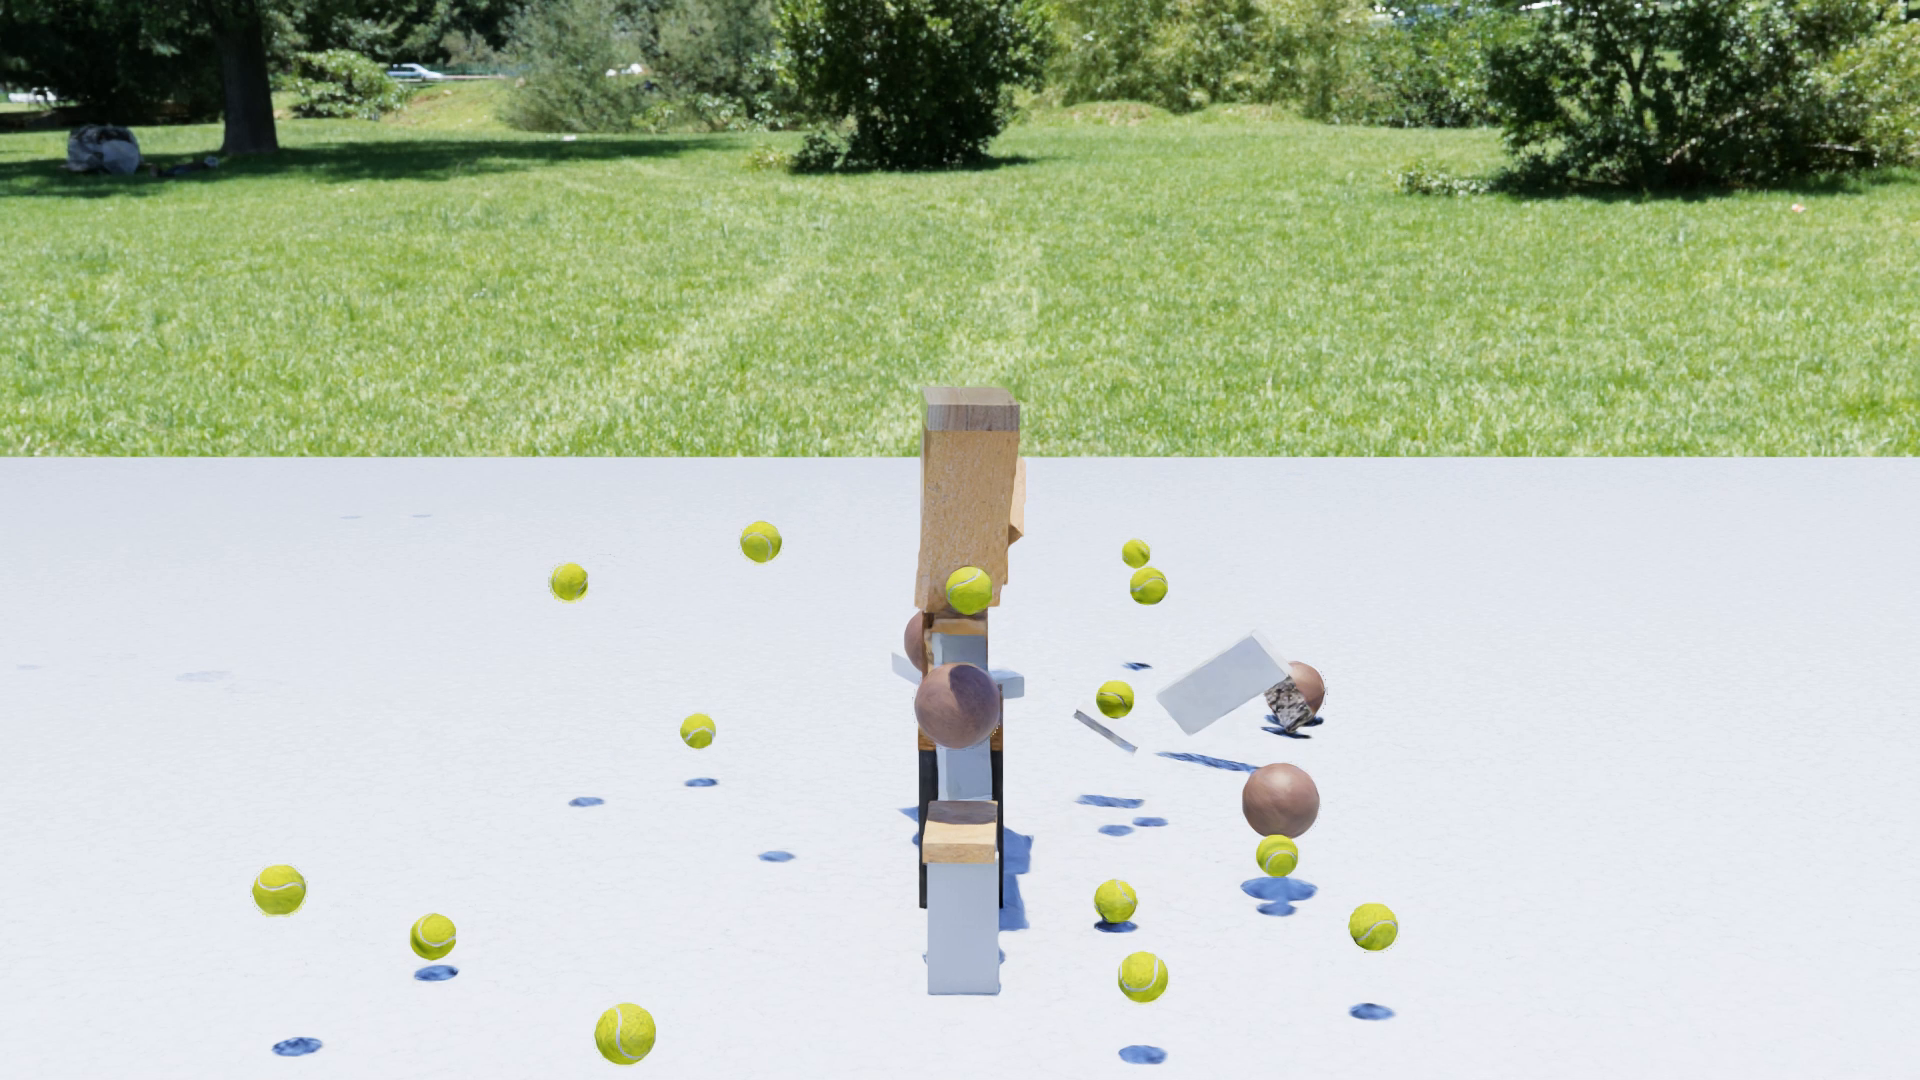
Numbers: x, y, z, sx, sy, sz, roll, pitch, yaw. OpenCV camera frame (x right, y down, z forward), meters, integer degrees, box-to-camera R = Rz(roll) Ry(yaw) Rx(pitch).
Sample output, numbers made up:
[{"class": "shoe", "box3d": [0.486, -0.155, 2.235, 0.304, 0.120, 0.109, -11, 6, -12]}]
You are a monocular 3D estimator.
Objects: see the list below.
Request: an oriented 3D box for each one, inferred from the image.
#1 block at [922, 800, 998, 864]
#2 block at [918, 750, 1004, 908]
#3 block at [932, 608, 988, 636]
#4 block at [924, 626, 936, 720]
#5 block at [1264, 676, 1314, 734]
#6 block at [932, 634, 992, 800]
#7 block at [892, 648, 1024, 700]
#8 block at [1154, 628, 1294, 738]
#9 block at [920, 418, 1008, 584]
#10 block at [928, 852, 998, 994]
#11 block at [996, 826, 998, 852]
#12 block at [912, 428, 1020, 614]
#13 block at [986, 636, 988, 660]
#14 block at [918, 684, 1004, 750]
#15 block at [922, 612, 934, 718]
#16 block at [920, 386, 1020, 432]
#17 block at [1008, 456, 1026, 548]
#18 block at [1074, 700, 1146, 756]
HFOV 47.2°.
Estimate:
[{"class": "block", "box3d": [0.002, 0.434, 3.283, 0.104, 0.030, 0.209, 0, 11, 2]}, {"class": "block", "box3d": [0.002, 0.464, 3.594, 0.138, 0.275, 0.039, 0, 10, 0]}, {"class": "block", "box3d": [0.001, 0.118, 3.474, 0.085, 0.024, 0.170, 3, 11, -1]}, {"class": "block", "box3d": [-0.006, 0.218, 3.487, 0.085, 0.170, 0.024, -10, 5, -33]}, {"class": "block", "box3d": [0.687, 0.336, 4.631, 0.064, 0.129, 0.018, -37, -27, 17]}, {"class": "block", "box3d": [0.005, 0.300, 3.464, 0.085, 0.329, 0.024, -3, 2, -33]}, {"class": "block", "box3d": [-0.006, 0.241, 3.961, 0.135, 0.038, 0.270, -5, 12, -25]}, {"class": "block", "box3d": [0.523, 0.285, 4.378, 0.283, 0.109, 0.031, -37, 5, 39]}, {"class": "block", "box3d": [0.008, -0.064, 3.549, 0.138, 0.275, 0.039, -2, 14, -9]}, {"class": "block", "box3d": [0.004, 0.564, 3.239, 0.104, 0.209, 0.030, 0, 11, 0]}, {"class": "block", "box3d": [0.004, 0.538, 3.375, 0.104, 0.209, 0.030, 0, 11, 0]}, {"class": "block", "box3d": [0.010, -0.036, 3.429, 0.138, 0.293, 0.039, -4, 20, -33]}, {"class": "block", "box3d": [0.001, 0.171, 3.690, 0.093, 0.185, 0.026, 0, 2, -1]}, {"class": "block", "box3d": [0.003, 0.292, 3.656, 0.138, 0.039, 0.275, 0, 10, 1]}, {"class": "block", "box3d": [-0.014, 0.195, 3.566, 0.093, 0.185, 0.026, 0, -6, 1]}, {"class": "block", "box3d": [0.012, -0.206, 3.425, 0.138, 0.039, 0.275, 0, 9, -3]}, {"class": "block", "box3d": [0.060, -0.050, 3.724, 0.109, 0.031, 0.219, -39, 25, 26]}, {"class": "block", "box3d": [0.281, 0.353, 4.134, 0.135, 0.018, 0.064, 33, 19, 9]}]
